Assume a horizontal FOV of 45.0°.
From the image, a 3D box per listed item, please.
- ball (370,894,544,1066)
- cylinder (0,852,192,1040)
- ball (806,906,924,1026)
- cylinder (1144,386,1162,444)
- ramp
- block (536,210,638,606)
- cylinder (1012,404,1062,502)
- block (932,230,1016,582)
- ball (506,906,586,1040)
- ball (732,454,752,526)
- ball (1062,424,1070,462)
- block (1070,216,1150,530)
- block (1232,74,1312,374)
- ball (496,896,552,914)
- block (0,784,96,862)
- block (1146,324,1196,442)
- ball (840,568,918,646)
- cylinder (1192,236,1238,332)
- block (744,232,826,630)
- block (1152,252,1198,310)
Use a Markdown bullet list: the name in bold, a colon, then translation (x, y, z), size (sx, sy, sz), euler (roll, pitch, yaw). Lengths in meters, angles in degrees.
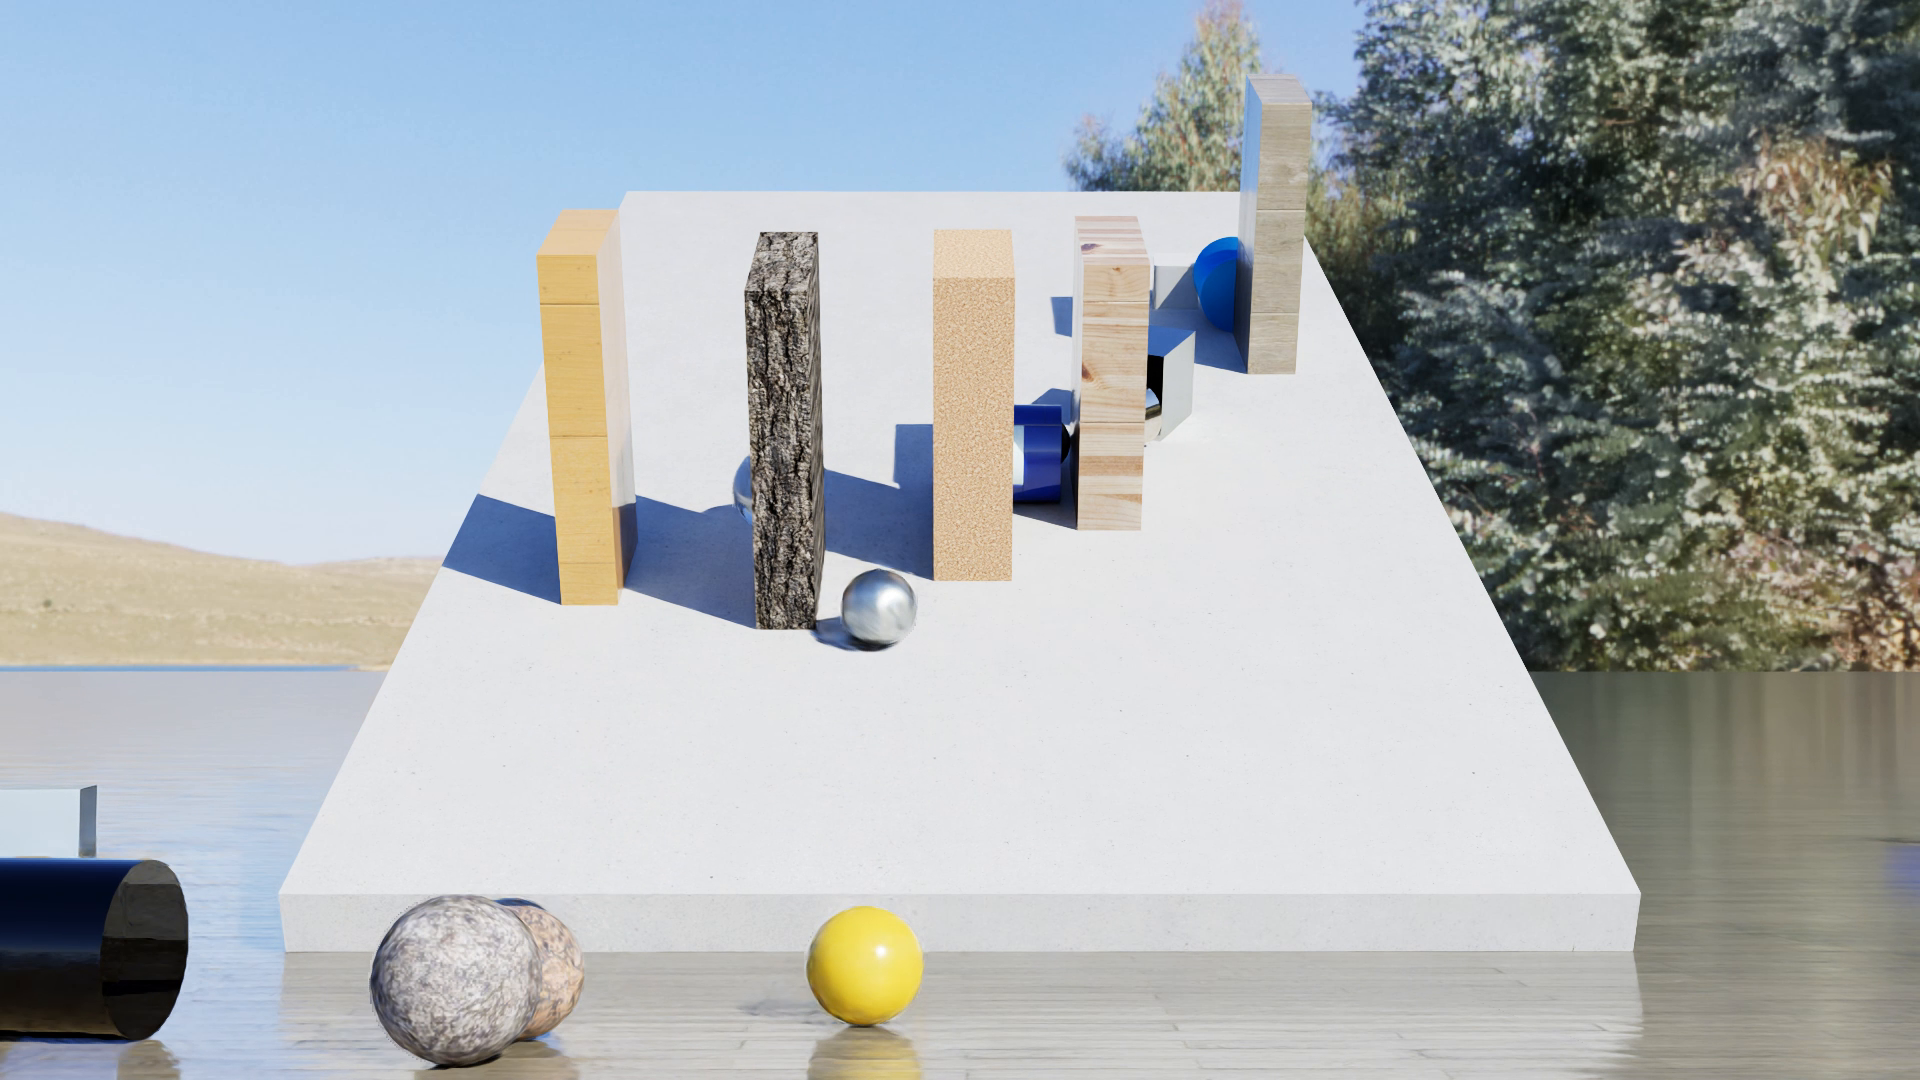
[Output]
- **ball**: translation (-0.537, 0.469, 2.476), size (0.180, 0.180, 0.180), euler (0, -3, 0)
- **cylinder**: translation (-1.028, 0.466, 2.654), size (0.204, 0.204, 0.204), euler (-5, -4, 12)
- **ball**: translation (-0.113, 0.504, 2.745), size (0.140, 0.140, 0.140), euler (0, -3, 0)
- **cylinder**: translation (0.340, -0.262, 5.035), size (0.141, 0.141, 0.141), euler (-22, 12, -40)
- **ramp**: translation (-0.008, -0.226, 5.255), size (2.000, 0.100, 4.000), euler (0, 23, 0)
- **block**: translation (-0.690, -0.248, 4.322), size (0.105, 0.676, 0.301), euler (0, 23, 0)
- **cylinder**: translation (0.106, -0.179, 4.767), size (0.201, 0.201, 0.201), euler (1, -3, 2)
- **block**: translation (0.024, -0.261, 4.449), size (0.149, 0.602, 0.319), euler (0, 23, 0)
- **ball**: translation (-0.504, 0.493, 2.637), size (0.152, 0.152, 0.152), euler (0, -3, 0)
- **ball**: translation (-0.364, -0.101, 4.610), size (0.178, 0.178, 0.178), euler (0, -3, 0)
- **ball**: translation (0.172, -0.207, 4.926), size (0.126, 0.126, 0.126), euler (0, -3, 0)
- **block**: translation (0.300, -0.342, 4.701), size (0.127, 0.553, 0.351), euler (0, 23, 0)
- **block**: translation (0.743, -0.756, 5.538), size (0.114, 0.652, 0.314), euler (0, 23, 0)
- **ball**: translation (-0.558, 0.512, 2.877), size (0.137, 0.137, 0.137), euler (0, -3, 0)
- **block**: translation (-1.829, 0.583, 4.603), size (0.182, 0.182, 0.182), euler (1, -3, -11)
- **block**: translation (0.396, -0.359, 5.191), size (0.197, 0.197, 0.197), euler (11, 26, 23)
- **ball**: translation (-0.145, 0.120, 4.151), size (0.138, 0.138, 0.138), euler (0, -3, 0)
- **cylinder**: translation (0.696, -0.647, 5.862), size (0.195, 0.195, 0.195), euler (0, 23, -1)
- **block**: translation (-0.317, -0.205, 4.266), size (0.108, 0.643, 0.372), euler (0, 23, 0)
- **block**: translation (0.560, -0.673, 6.022), size (0.116, 0.116, 0.116), euler (1, 23, 3)
